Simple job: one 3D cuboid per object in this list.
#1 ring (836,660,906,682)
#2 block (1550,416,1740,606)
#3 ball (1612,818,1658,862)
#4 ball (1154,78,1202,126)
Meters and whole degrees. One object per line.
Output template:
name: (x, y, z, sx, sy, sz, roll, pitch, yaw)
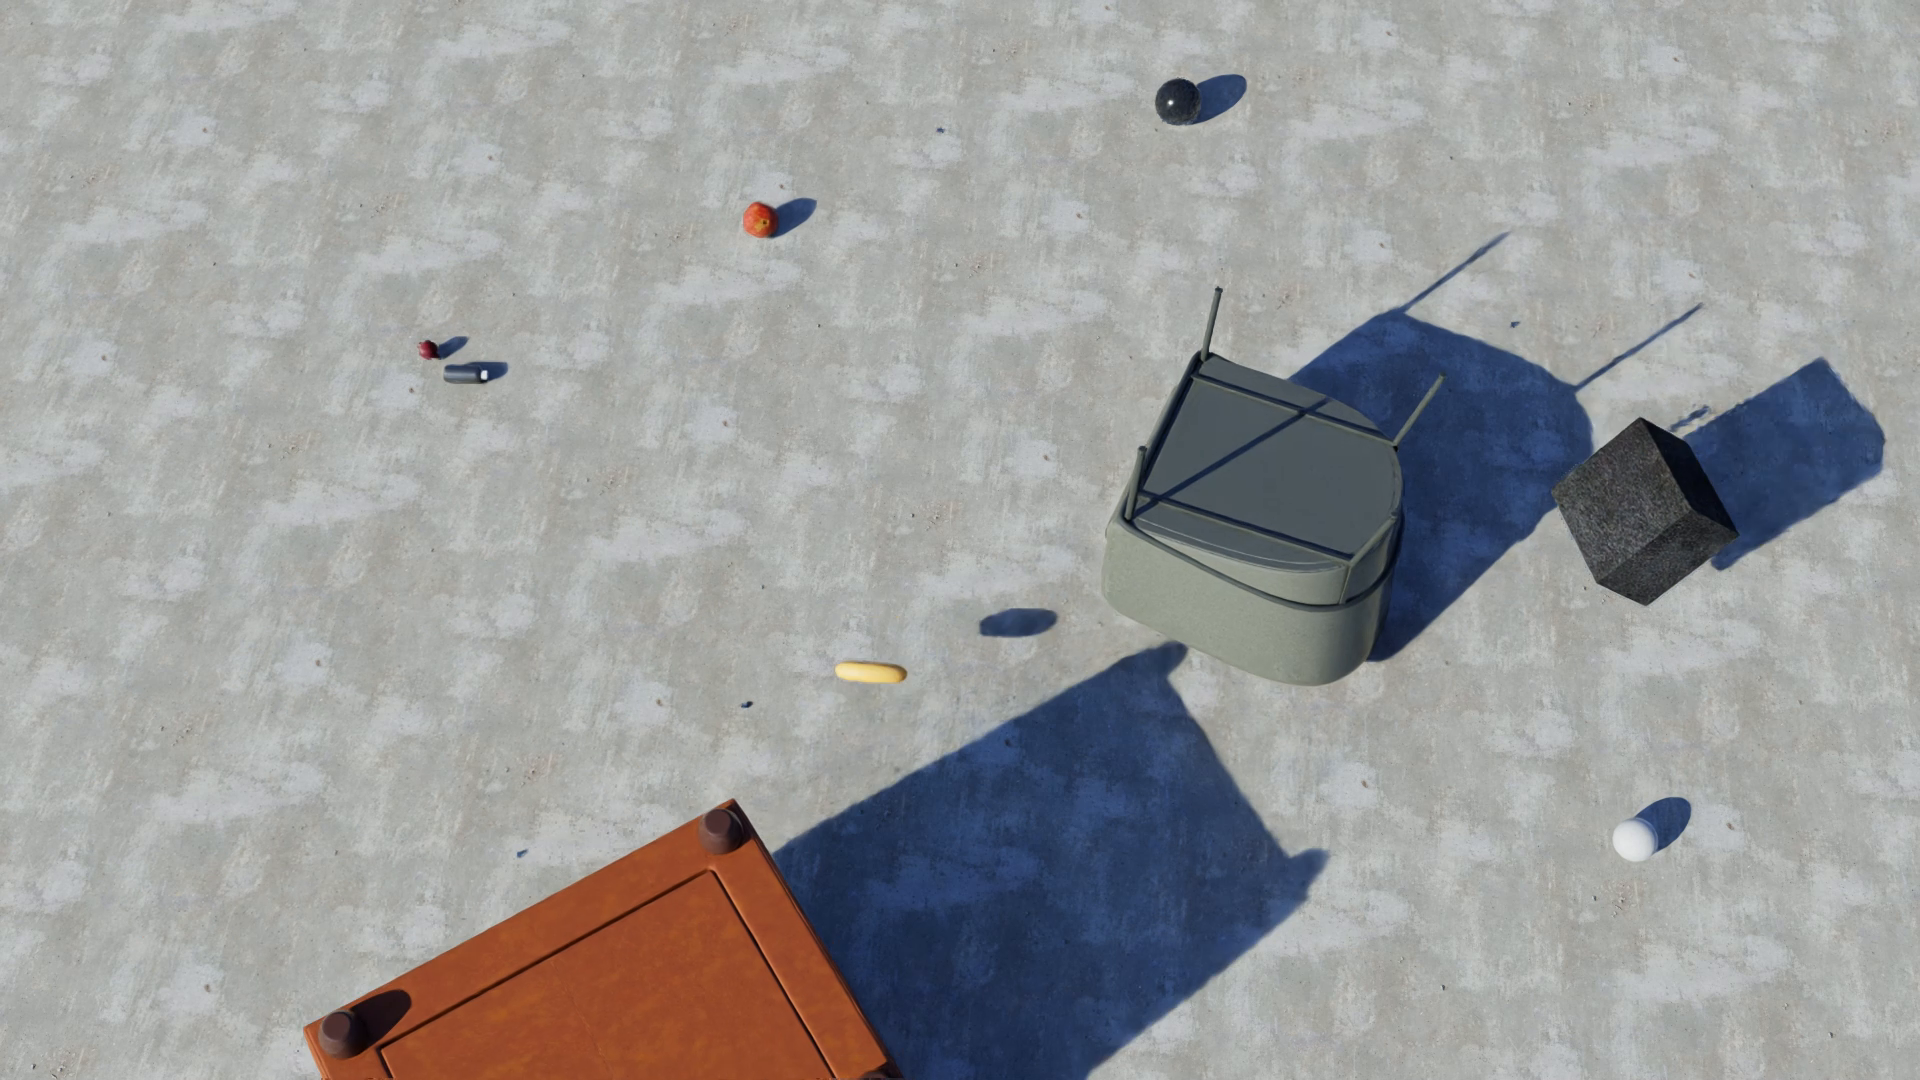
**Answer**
ring: (-0.242, 0.359, 5.993, 0.196, 0.112, 0.049, 4, 92, -1)
block: (1.910, -0.078, 6.151, 0.231, 0.334, 0.353, 21, 39, -35)
ball: (1.830, 0.811, 5.958, 0.119, 0.119, 0.119, 0, 56, 0)
ball: (0.742, -1.489, 7.477, 0.160, 0.160, 0.160, 0, 56, 0)
